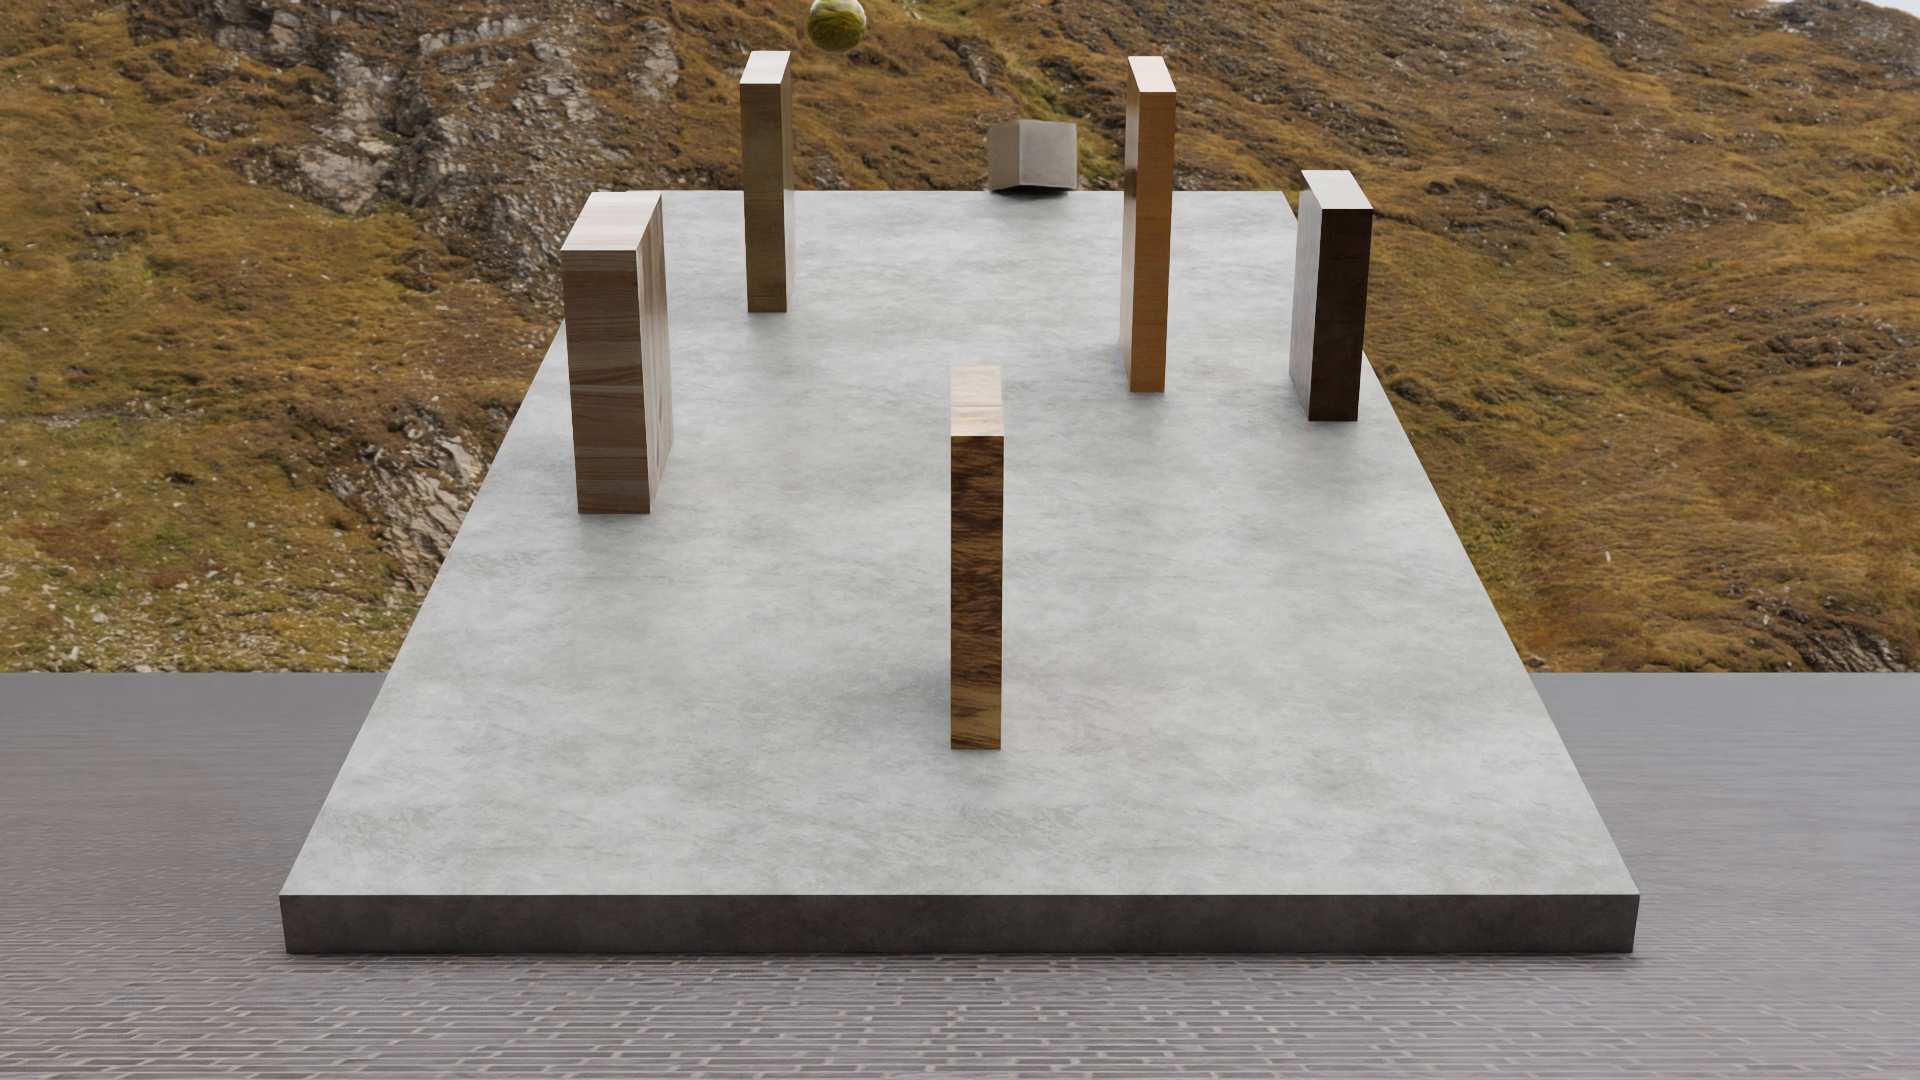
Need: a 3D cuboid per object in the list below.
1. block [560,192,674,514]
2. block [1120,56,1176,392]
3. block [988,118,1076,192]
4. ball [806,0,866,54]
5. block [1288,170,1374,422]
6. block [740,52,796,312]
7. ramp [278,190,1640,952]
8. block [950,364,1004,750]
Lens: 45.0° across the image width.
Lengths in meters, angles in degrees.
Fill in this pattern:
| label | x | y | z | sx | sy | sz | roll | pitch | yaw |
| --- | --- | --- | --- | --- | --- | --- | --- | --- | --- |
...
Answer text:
| label | x | y | z | sx | sy | sz | roll | pitch | yaw |
| --- | --- | --- | --- | --- | --- | --- | --- | --- | --- |
| block | -0.706 | -0.395 | 4.818 | 0.147 | 0.556 | 0.435 | 0 | 23 | 0 |
| block | 0.437 | -0.744 | 5.444 | 0.081 | 0.705 | 0.378 | 0 | 23 | 0 |
| block | 0.220 | -1.163 | 7.051 | 0.196 | 0.196 | 0.196 | -1 | 2 | -27 |
| ball | -0.348 | -1.458 | 6.542 | 0.170 | 0.170 | 0.170 | 0 | -3 | 0 |
| block | 0.842 | -0.560 | 5.289 | 0.111 | 0.493 | 0.332 | 0 | 23 | 0 |
| block | -0.496 | -0.935 | 6.025 | 0.101 | 0.592 | 0.392 | 0 | 23 | 0 |
| ramp | -0.008 | -0.227 | 5.259 | 2.000 | 0.100 | 4.000 | 0 | 23 | 0 |
| block | 0.026 | 0.024 | 3.858 | 0.083 | 0.551 | 0.338 | 0 | 23 | 0 |
